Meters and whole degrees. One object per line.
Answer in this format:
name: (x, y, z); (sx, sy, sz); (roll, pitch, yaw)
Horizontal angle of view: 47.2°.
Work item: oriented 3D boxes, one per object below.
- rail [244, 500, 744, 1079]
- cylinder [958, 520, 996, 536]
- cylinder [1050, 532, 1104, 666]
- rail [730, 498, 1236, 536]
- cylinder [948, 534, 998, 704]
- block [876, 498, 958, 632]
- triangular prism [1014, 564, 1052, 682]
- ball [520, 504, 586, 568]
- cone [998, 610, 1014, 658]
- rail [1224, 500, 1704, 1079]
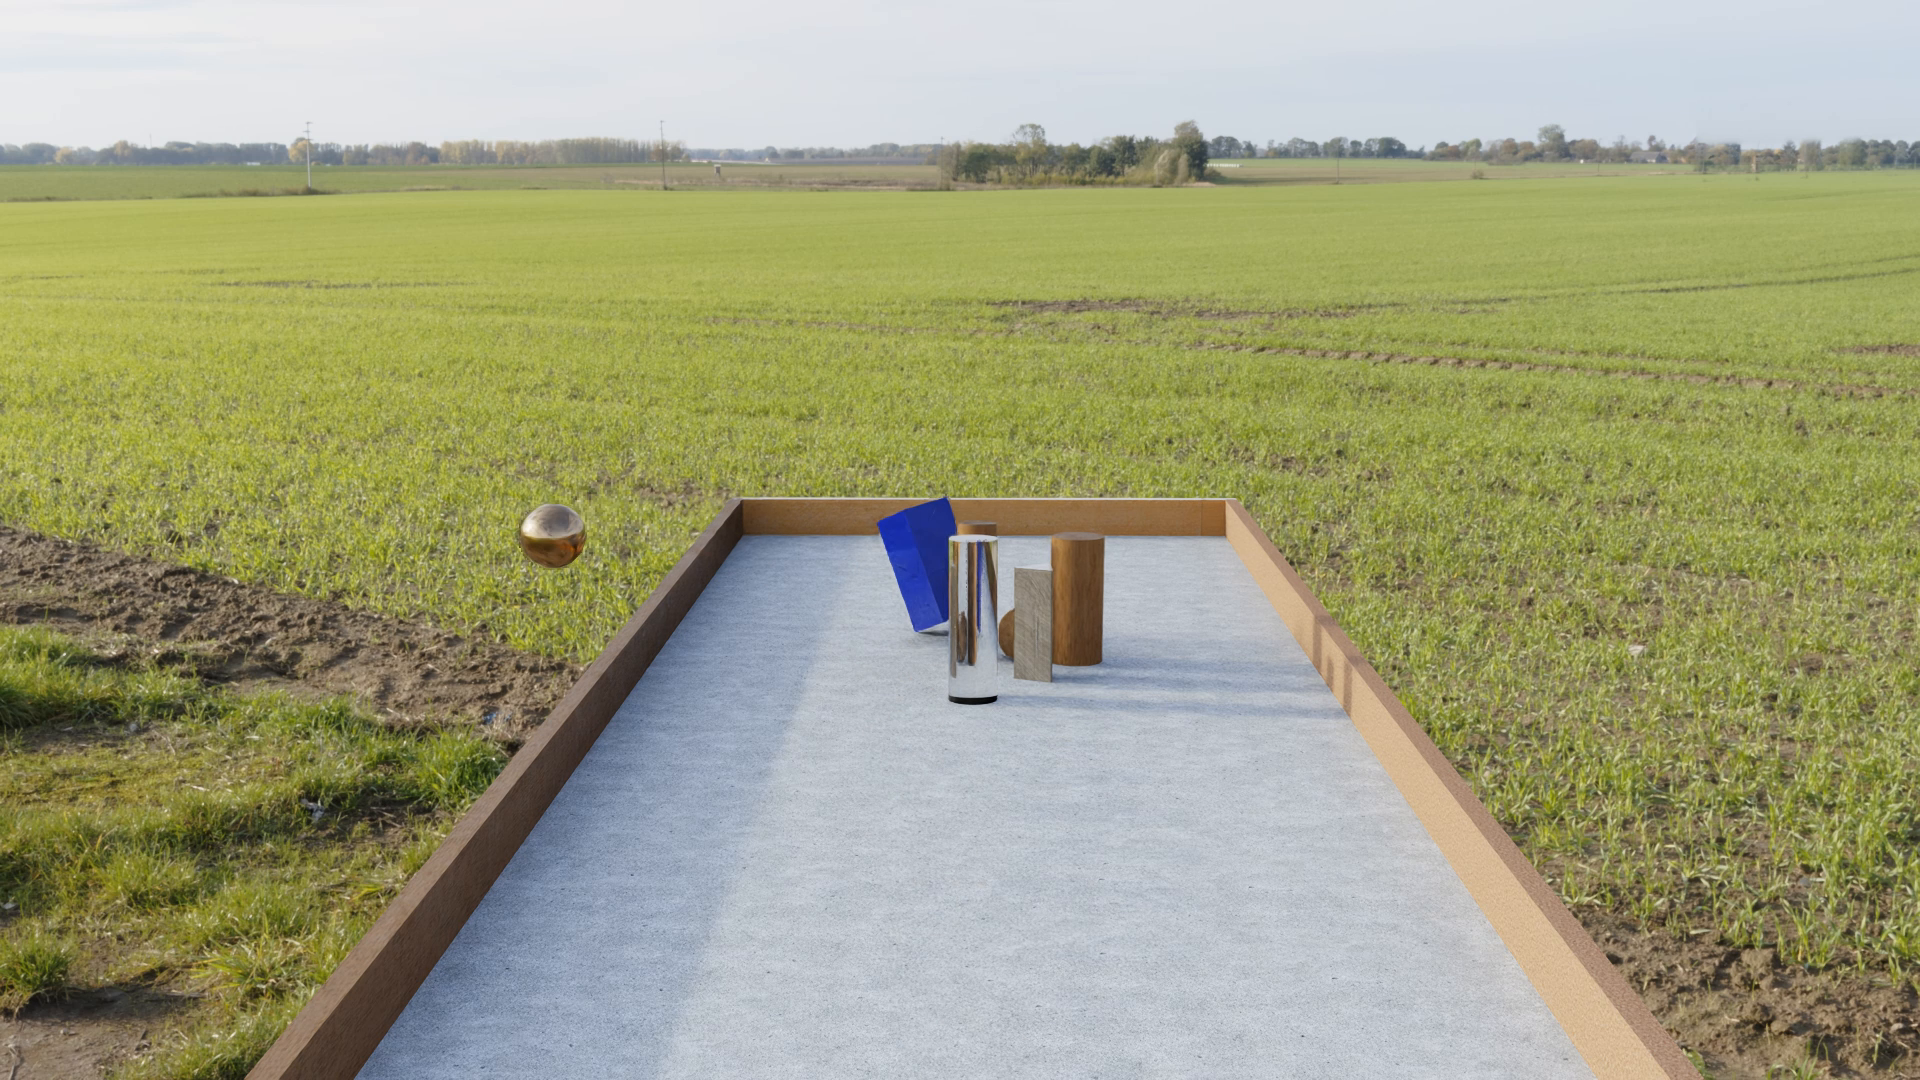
rail: (-1.004, 0.839, 3.234); (0.050, 0.150, 12.000); (0, 9, 1)
cylinder: (0.049, 0.154, 6.704); (0.120, 0.413, 0.120); (1, 6, 0)
cylinder: (0.354, 0.177, 6.661); (0.162, 0.383, 0.162); (1, 9, 0)
rail: (0.099, -0.098, 9.147); (2.100, 0.150, 0.050); (0, 9, 1)
cylinder: (0.036, 0.222, 6.149); (0.138, 0.458, 0.138); (0, 9, 0)
block: (-0.094, 0.080, 7.103); (0.174, 0.379, 0.174); (-18, -3, -35)
triangular prism: (0.237, 0.240, 6.442); (0.123, 0.330, 0.106); (5, 10, 28)
ball: (-1.316, -0.014, 7.117); (0.210, 0.210, 0.210); (0, 9, 0)
cone: (0.289, 0.304, 6.852); (0.154, 0.154, 0.349); (8, 0, 42)
rail: (1.046, 0.843, 3.208); (0.050, 0.150, 12.000); (0, 9, 1)
